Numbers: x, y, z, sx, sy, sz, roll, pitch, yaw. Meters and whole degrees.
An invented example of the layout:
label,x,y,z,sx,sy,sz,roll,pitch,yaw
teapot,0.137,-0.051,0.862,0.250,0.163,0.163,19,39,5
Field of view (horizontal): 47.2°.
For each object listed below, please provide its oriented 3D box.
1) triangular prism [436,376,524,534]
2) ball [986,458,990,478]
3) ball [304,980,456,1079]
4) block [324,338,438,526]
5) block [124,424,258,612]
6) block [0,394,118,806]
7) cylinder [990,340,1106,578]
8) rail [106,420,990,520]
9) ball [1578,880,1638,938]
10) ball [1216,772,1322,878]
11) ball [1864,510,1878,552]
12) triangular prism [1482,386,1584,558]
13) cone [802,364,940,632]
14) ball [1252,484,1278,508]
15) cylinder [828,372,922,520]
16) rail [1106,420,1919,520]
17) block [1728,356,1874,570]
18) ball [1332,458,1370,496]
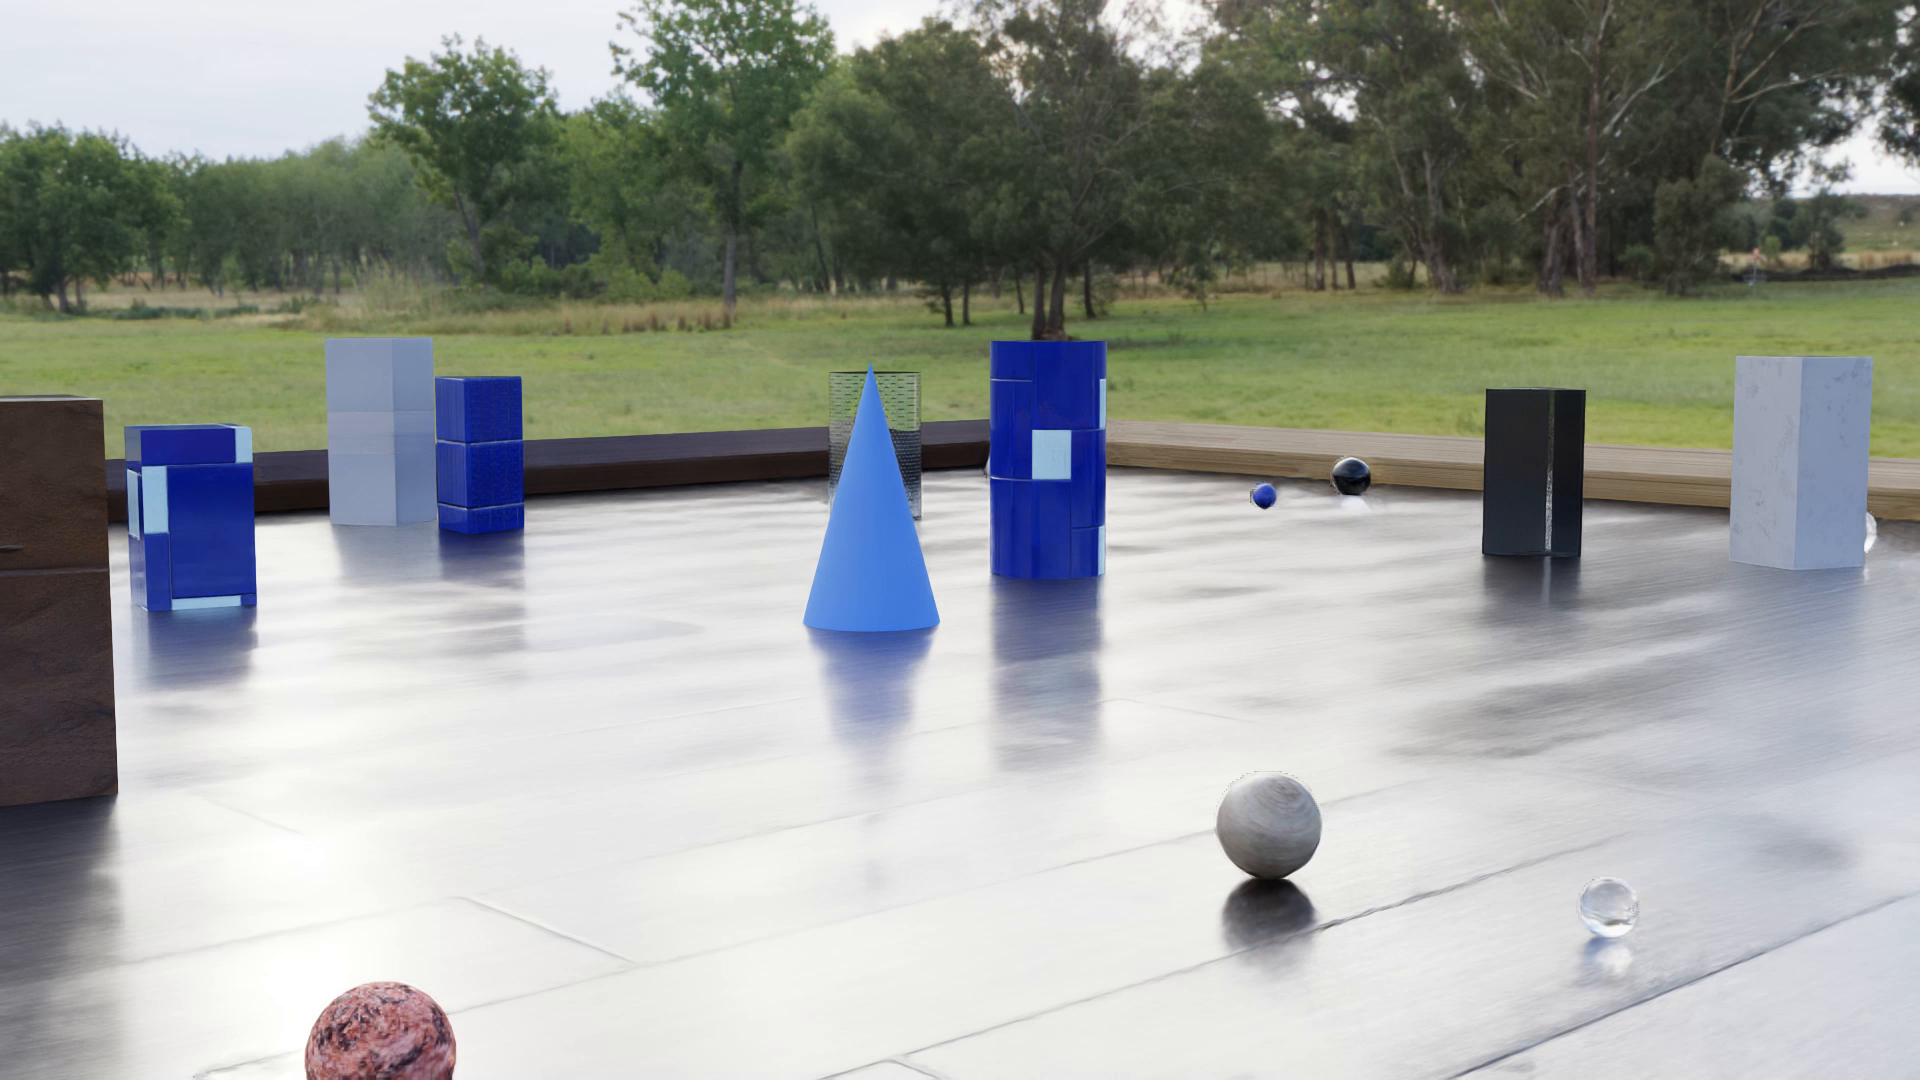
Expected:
label,x,y,z,sx,sy,sz,roll,pitch,yaw
triangular prism,-0.964,-0.178,4.490,0.149,0.311,0.172,-4,7,-33
ball,0.116,-0.183,5.560,0.099,0.099,0.099,0,6,0
ball,-0.316,0.281,1.199,0.081,0.081,0.081,0,6,0
block,-1.220,-0.232,4.641,0.159,0.388,0.159,2,6,18
block,-1.176,-0.039,3.361,0.159,0.269,0.159,-3,7,-29
block,-0.888,0.051,2.041,0.159,0.364,0.159,-4,7,-32
cylinder,0.150,-0.141,3.743,0.198,0.393,0.198,0,6,0
rail,-1.487,-0.134,4.935,4.824,0.129,0.045,-5,8,-42
ball,0.462,0.263,1.567,0.041,0.041,0.041,0,6,0
ball,0.243,0.225,1.730,0.083,0.083,0.083,0,6,0
ball,1.611,-0.016,3.984,0.095,0.095,0.095,0,6,0
triangular prism,1.063,-0.130,4.068,0.172,0.303,0.149,2,6,16
cone,-0.127,-0.068,3.142,0.198,0.372,0.198,0,6,0
ball,0.688,-0.098,4.960,0.055,0.055,0.055,0,6,0
cylinder,-0.182,-0.202,4.707,0.198,0.313,0.198,0,6,0
rail,1.755,-0.134,4.943,0.045,0.129,4.433,-5,8,-42
block,1.478,-0.140,3.870,0.159,0.365,0.159,-2,6,-23
ball,0.941,-0.151,5.288,0.093,0.093,0.093,0,6,0
